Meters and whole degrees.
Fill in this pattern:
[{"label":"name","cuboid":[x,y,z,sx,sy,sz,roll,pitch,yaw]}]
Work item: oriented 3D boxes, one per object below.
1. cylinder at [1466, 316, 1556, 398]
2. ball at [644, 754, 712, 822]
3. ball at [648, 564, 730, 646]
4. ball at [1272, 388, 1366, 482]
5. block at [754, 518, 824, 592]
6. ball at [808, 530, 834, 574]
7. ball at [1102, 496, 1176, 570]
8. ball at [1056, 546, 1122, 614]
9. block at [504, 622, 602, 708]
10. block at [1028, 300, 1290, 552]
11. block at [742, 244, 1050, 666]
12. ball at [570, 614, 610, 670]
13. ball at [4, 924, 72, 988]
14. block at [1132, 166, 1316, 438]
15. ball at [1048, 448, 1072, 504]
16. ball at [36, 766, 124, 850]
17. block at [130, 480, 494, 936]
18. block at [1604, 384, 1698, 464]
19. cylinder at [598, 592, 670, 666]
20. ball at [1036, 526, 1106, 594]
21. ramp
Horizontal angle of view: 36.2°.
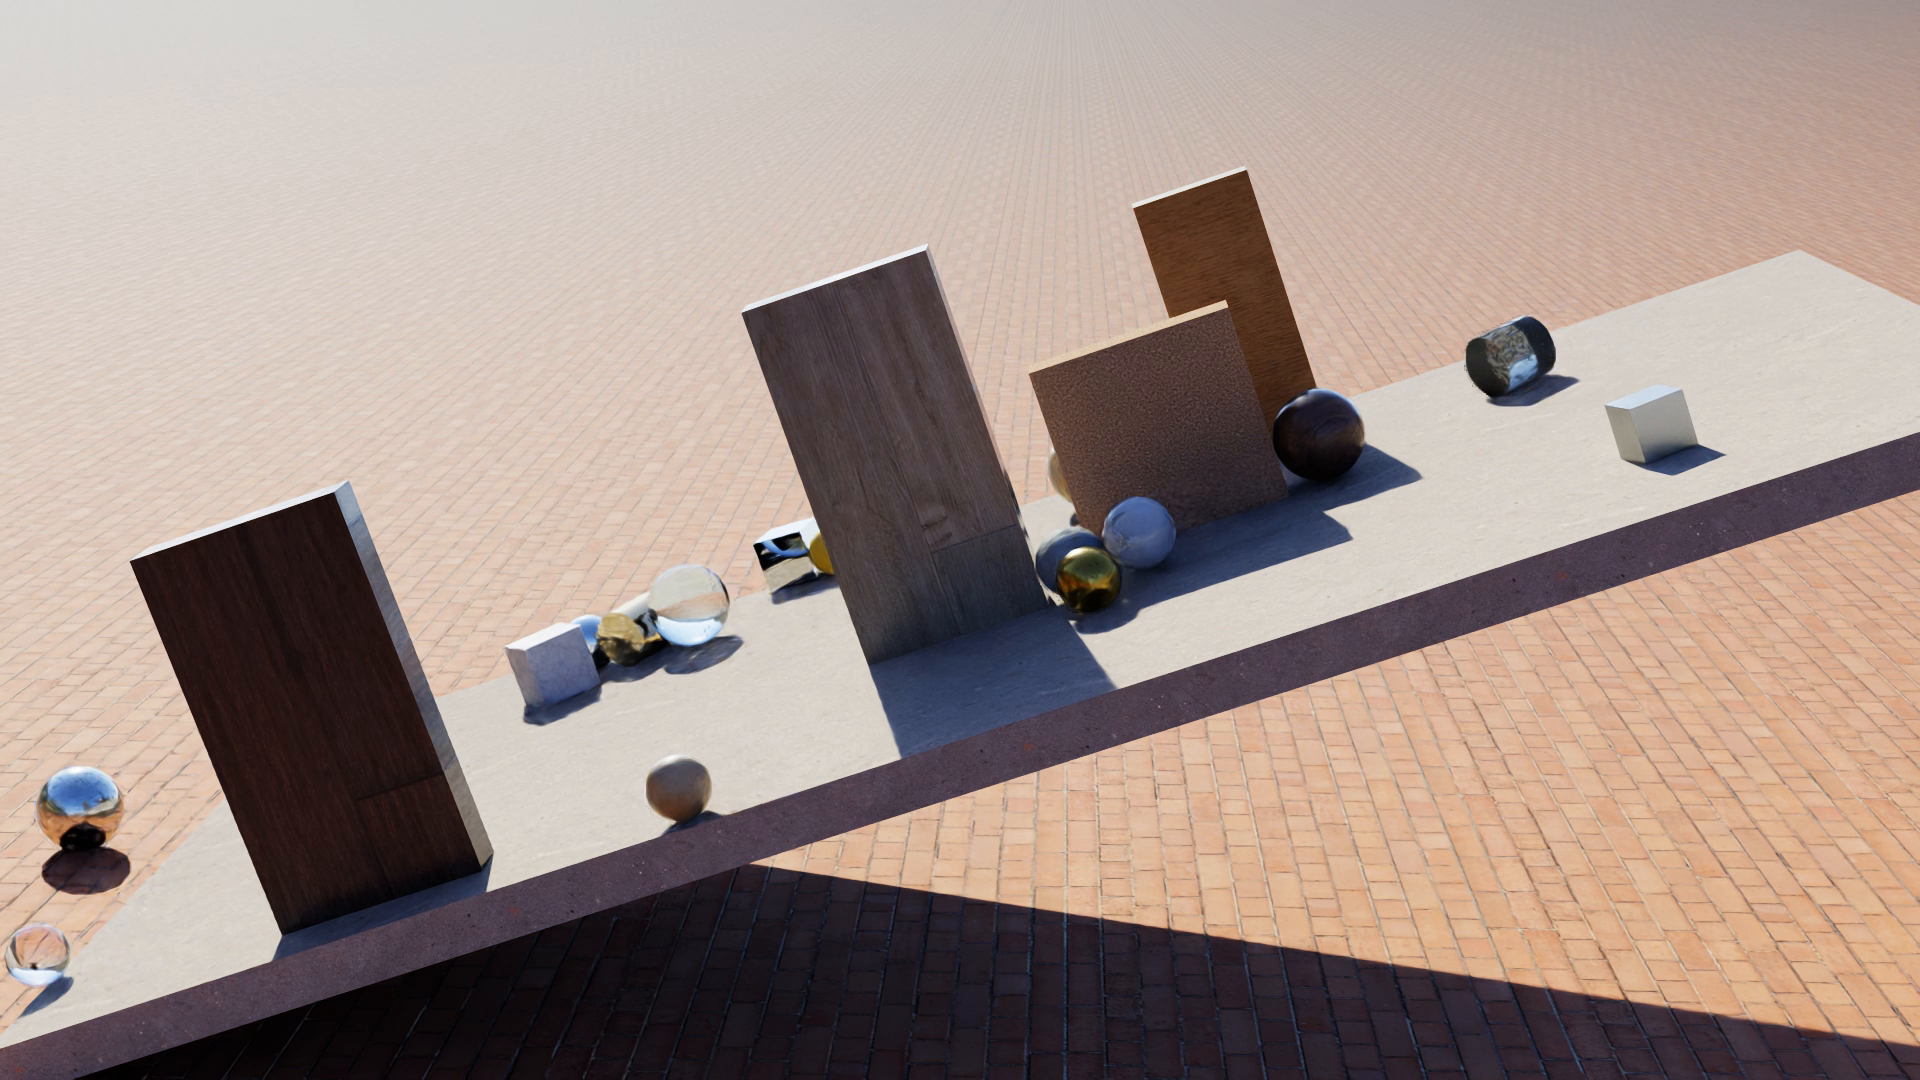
[{"label":"cylinder","cuboid":[1.240,-0.414,6.629,0.143,0.143,0.143,-27,24,-28]},{"label":"ball","cuboid":[-0.519,0.457,5.423,0.124,0.124,0.124,0,12,0]},{"label":"ball","cuboid":[-0.640,0.153,6.934,0.195,0.195,0.195,0,12,0]},{"label":"ball","cuboid":[0.776,-0.227,6.361,0.200,0.200,0.200,0,12,0]},{"label":"block","cuboid":[-0.413,0.036,7.302,0.130,0.130,0.130,-15,12,20]},{"label":"ball","cuboid":[-0.312,0.025,7.214,0.117,0.117,0.117,0,12,0]},{"label":"ball","cuboid":[0.371,-0.014,6.082,0.152,0.152,0.152,0,12,0]},{"label":"ball","cuboid":[0.259,0.080,5.913,0.135,0.135,0.135,0,12,0]},{"label":"block","cuboid":[-0.960,0.294,6.929,0.147,0.147,0.147,-24,12,-25]},{"label":"block","cuboid":[0.432,-0.238,6.385,0.449,0.434,0.114,-18,11,6]},{"label":"block","cuboid":[-0.129,-0.174,6.106,0.399,0.784,0.114,-18,11,6]},{"label":"ball","cuboid":[-0.892,0.247,7.078,0.134,0.134,0.134,0,12,0]},{"label":"ball","cuboid":[-1.839,0.828,5.866,0.127,0.127,0.127,0,12,0]},{"label":"block","cuboid":[0.637,-0.527,6.914,0.277,0.638,0.094,-18,11,6]},{"label":"ball","cuboid":[0.300,-0.172,6.950,0.185,0.185,0.185,0,12,0]},{"label":"ball","cuboid":[-2.096,0.639,7.005,0.202,0.202,0.202,0,12,0]},{"label":"block","cuboid":[-1.224,0.321,5.583,0.412,0.773,0.116,-18,11,6]},{"label":"block","cuboid":[1.321,-0.221,5.619,0.112,0.112,0.112,-21,11,-9]},{"label":"cylinder","cuboid":[-0.768,0.212,7.024,0.138,0.138,0.138,7,24,30]},{"label":"ball","cuboid":[0.232,0.045,6.092,0.150,0.150,0.150,0,12,0]},{"label":"ramp","cuboid":[0.108,0.180,6.304,4.000,0.100,2.000,-18,11,6]}]
